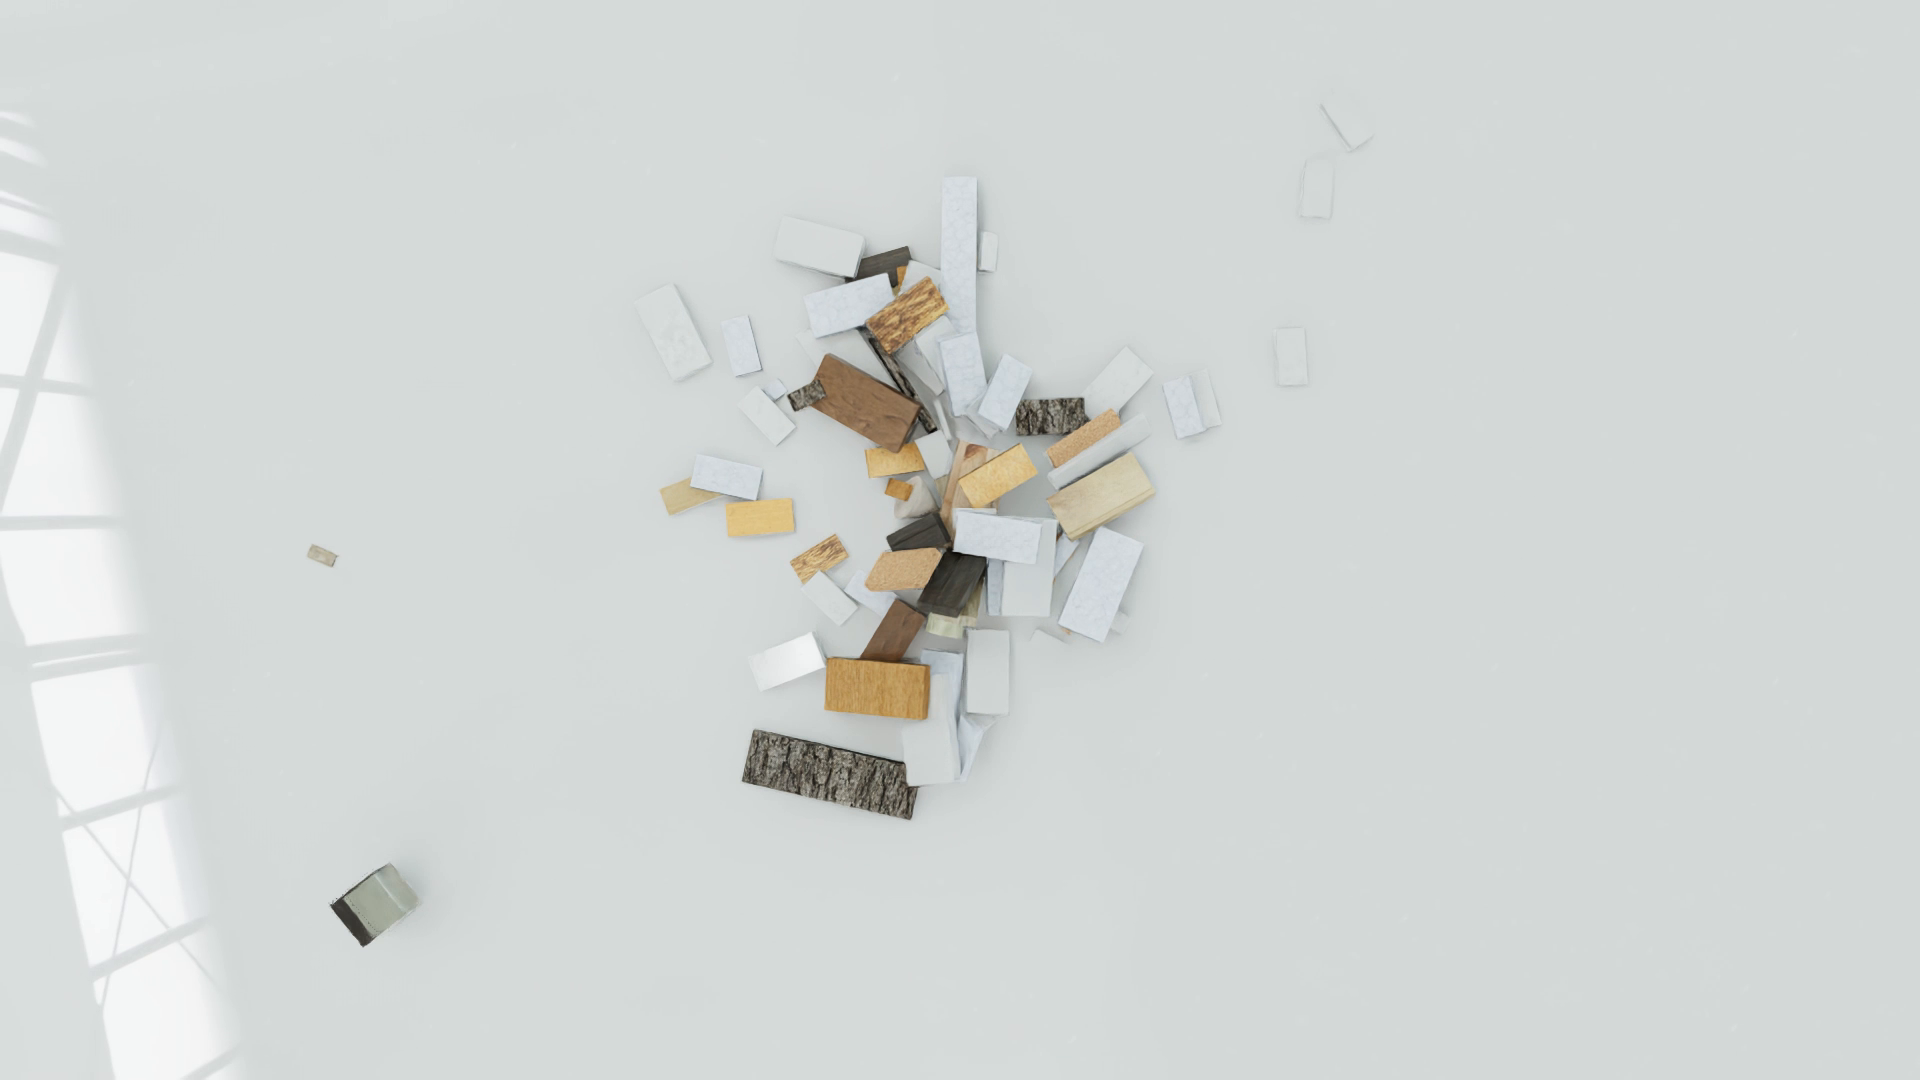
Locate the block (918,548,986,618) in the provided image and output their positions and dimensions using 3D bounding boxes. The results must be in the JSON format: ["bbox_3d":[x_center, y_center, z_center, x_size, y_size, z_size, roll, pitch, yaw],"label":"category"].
[{"bbox_3d":[-0.024,0.136,5.317,0.135,0.269,0.038,12,134,18],"label":"block"}]

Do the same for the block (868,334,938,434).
[{"bbox_3d":[-0.189,-0.518,5.443,0.032,0.113,0.370,-33,90,-2],"label":"block"}]

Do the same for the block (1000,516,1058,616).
[{"bbox_3d":[0.223,0.087,5.414,0.161,0.046,0.322,3,98,-10],"label":"block"}]

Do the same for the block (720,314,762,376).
[{"bbox_3d":[-0.727,-0.645,5.487,0.094,0.027,0.187,-14,90,0],"label":"block"}]

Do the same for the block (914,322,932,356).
[{"bbox_3d":[-0.112,-0.666,5.459,0.057,0.016,0.113,11,90,0],"label":"block"}]

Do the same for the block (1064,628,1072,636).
[{"bbox_3d":[0.388,0.274,5.494,0.090,0.013,0.045,-33,90,0],"label":"block"}]

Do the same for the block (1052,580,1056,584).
[{"bbox_3d":[0.254,0.098,5.490,0.069,0.020,0.139,-33,90,0],"label":"block"}]

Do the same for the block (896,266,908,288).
[{"bbox_3d":[-0.171,-0.839,5.429,0.062,0.017,0.123,-7,102,-2],"label":"block"}]

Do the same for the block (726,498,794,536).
[{"bbox_3d":[-0.665,-0.075,5.484,0.220,0.031,0.110,-5,90,0],"label":"block"}]

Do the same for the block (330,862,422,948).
[{"bbox_3d":[-1.914,1.196,5.414,0.173,0.173,0.173,-38,90,0],"label":"block"}]

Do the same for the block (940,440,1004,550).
[{"bbox_3d":[0.038,-0.134,5.434,0.179,0.051,0.358,14,97,-8],"label":"block"}]

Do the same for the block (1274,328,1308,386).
[{"bbox_3d":[1.102,-0.610,5.487,0.093,0.026,0.186,-4,90,0],"label":"block"}]

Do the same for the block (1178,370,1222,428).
[{"bbox_3d":[0.798,-0.464,5.487,0.095,0.027,0.189,-15,90,0],"label":"block"}]

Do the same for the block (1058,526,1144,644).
[{"bbox_3d":[0.465,0.148,5.442,0.161,0.046,0.356,22,81,6],"label":"block"}]

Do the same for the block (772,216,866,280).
[{"bbox_3d":[-0.465,-0.968,5.459,0.284,0.040,0.142,15,90,9],"label":"block"}]

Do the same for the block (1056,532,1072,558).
[{"bbox_3d":[0.336,0.025,5.494,0.045,0.013,0.090,-28,90,0],"label":"block"}]

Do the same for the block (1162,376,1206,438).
[{"bbox_3d":[0.744,-0.440,5.464,0.094,0.027,0.189,-15,90,30],"label":"block"}]

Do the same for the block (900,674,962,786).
[{"bbox_3d":[-0.102,0.622,5.403,0.175,0.049,0.349,-10,82,26],"label":"block"}]

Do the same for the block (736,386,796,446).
[{"bbox_3d":[-0.643,-0.413,5.474,0.094,0.027,0.187,-43,97,1],"label":"block"}]

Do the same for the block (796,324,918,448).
[{"bbox_3d":[-0.341,-0.537,5.475,0.179,0.051,0.458,-35,90,0],"label":"block"}]

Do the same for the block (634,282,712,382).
[{"bbox_3d":[-0.953,-0.690,5.480,0.142,0.040,0.292,-27,90,0],"label":"block"}]

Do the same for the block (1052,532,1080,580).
[{"bbox_3d":[0.308,0.078,5.472,0.063,0.018,0.227,36,88,-1],"label":"block"}]

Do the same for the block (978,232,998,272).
[{"bbox_3d":[0.093,-0.957,5.475,0.062,0.017,0.123,5,90,-36],"label":"block"}]

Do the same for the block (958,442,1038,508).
[{"bbox_3d":[0.123,-0.207,5.388,0.239,0.032,0.114,-31,101,0],"label":"block"}]

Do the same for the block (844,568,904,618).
[{"bbox_3d":[-0.288,0.182,5.487,0.179,0.025,0.090,34,90,0],"label":"block"}]

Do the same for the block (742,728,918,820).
[{"bbox_3d":[-0.423,0.778,5.475,0.575,0.049,0.175,13,90,0],"label":"block"}]

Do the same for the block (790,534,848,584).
[{"bbox_3d":[-0.468,0.063,5.487,0.179,0.025,0.090,-32,90,0],"label":"block"}]

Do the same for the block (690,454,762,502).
[{"bbox_3d":[-0.774,-0.207,5.464,0.220,0.031,0.110,12,85,-8],"label":"block"}]

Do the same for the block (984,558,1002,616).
[{"bbox_3d":[0.146,0.122,5.449,0.120,0.034,0.244,-4,100,-14],"label":"block"}]

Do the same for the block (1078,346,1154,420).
[{"bbox_3d":[0.509,-0.505,5.482,0.129,0.036,0.257,43,90,0],"label":"block"}]

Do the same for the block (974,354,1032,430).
[{"bbox_3d":[0.145,-0.488,5.436,0.114,0.032,0.228,28,75,-16],"label":"block"}]

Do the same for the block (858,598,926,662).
[{"bbox_3d":[-0.222,0.324,5.464,0.120,0.034,0.240,31,99,0],"label":"block"}]

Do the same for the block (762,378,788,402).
[{"bbox_3d":[-0.636,-0.485,5.492,0.113,0.016,0.057,-36,90,0],"label":"block"}]

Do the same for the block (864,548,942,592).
[{"bbox_3d":[-0.187,0.097,5.360,0.038,0.269,0.135,46,58,-30],"label":"block"}]

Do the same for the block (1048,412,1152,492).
[{"bbox_3d":[0.465,-0.287,5.455,0.368,0.093,0.026,-33,52,0],"label":"block"}]

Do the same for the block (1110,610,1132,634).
[{"bbox_3d":[0.501,0.259,5.491,0.125,0.018,0.063,28,90,0],"label":"block"}]

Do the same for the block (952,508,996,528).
[{"bbox_3d":[0.046,-0.070,5.387,0.139,0.020,0.069,2,123,0],"label":"block"}]

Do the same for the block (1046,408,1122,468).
[{"bbox_3d":[0.416,-0.319,5.438,0.257,0.129,0.036,-33,53,0],"label":"block"}]
